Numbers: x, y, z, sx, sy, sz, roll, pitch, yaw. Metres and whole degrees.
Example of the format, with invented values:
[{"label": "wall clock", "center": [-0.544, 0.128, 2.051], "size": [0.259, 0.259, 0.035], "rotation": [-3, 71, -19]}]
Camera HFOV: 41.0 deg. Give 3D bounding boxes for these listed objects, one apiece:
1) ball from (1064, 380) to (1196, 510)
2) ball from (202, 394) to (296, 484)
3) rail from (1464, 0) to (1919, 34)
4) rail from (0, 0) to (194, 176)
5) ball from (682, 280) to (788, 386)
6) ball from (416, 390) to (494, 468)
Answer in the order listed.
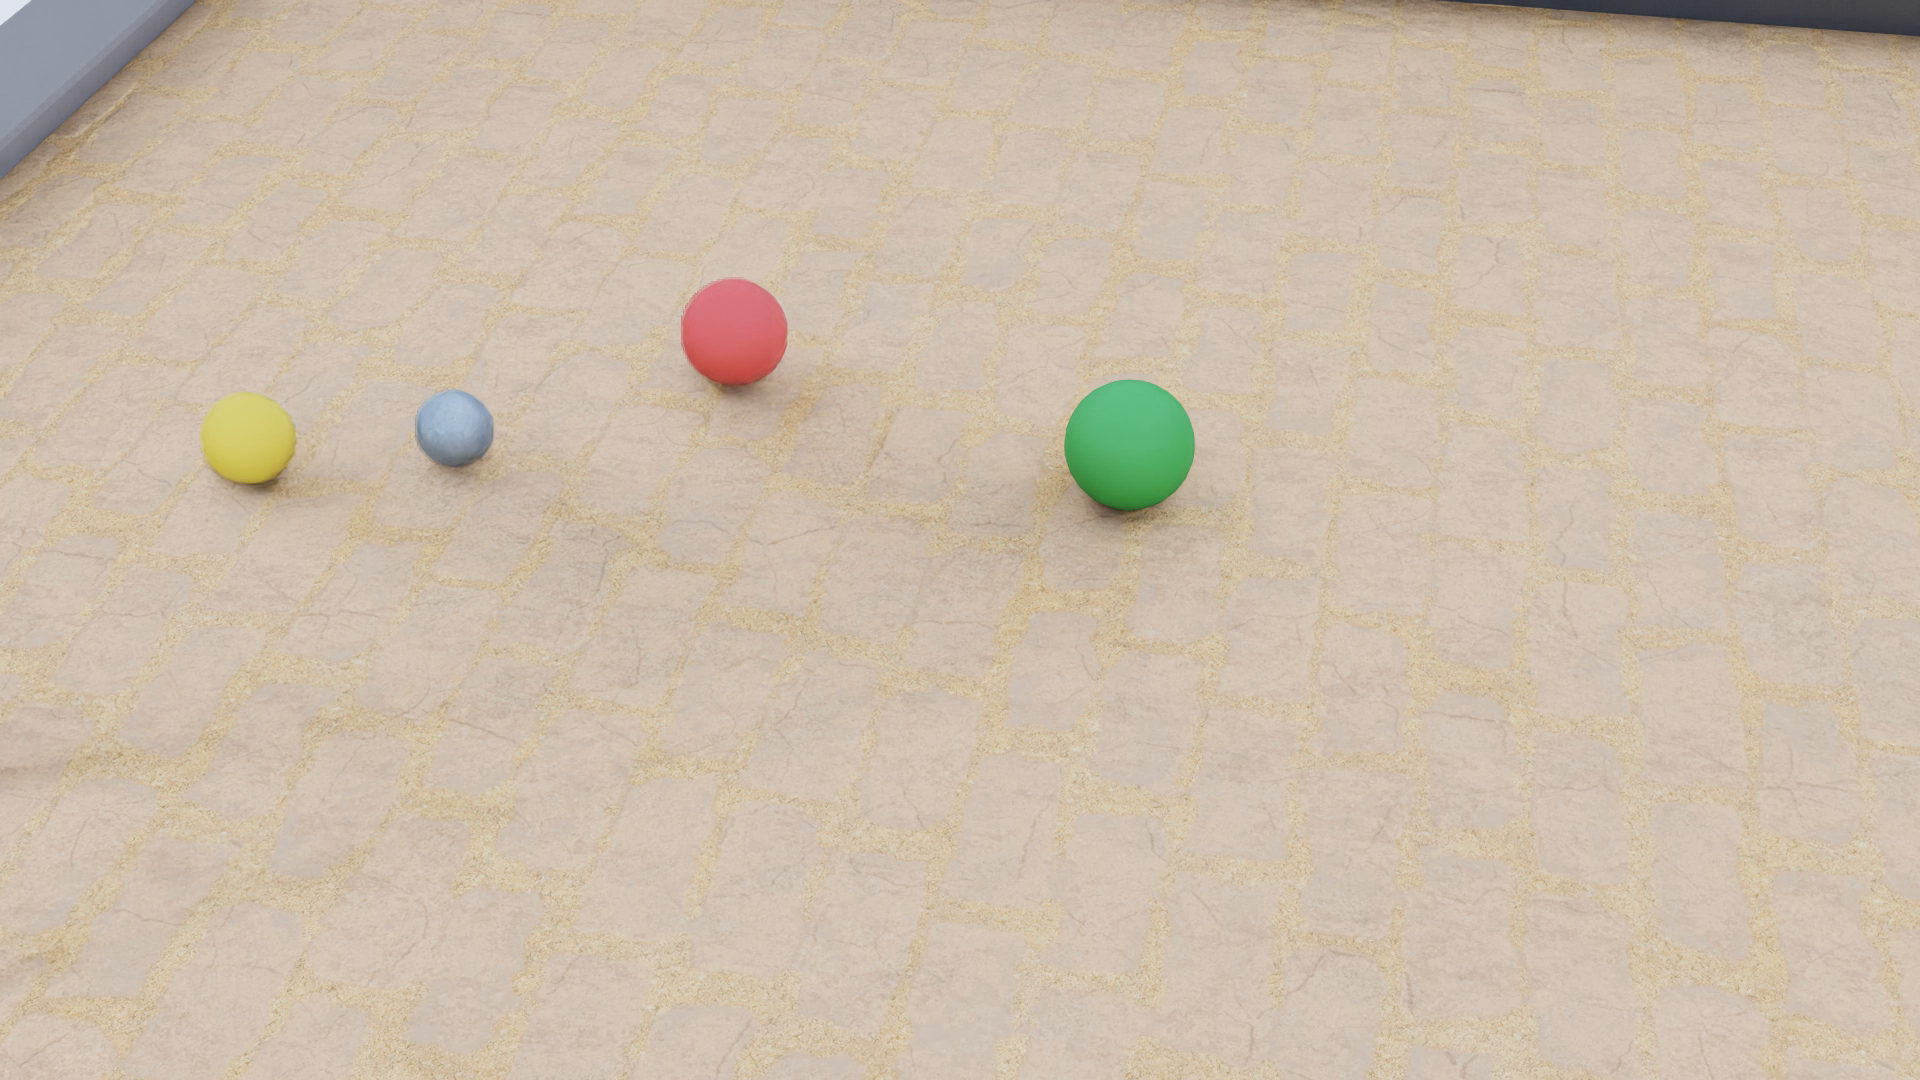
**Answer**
[{"label": "ball", "center": [0.126, -0.071, 1.906], "size": [0.097, 0.097, 0.097], "rotation": [0, 35, 0]}, {"label": "ball", "center": [-0.537, -0.076, 1.939], "size": [0.069, 0.069, 0.069], "rotation": [0, 35, 0]}, {"label": "rail", "center": [1.181, -0.536, 2.547], "size": [3.965, 0.126, 0.045], "rotation": [6, 35, 9]}, {"label": "rail", "center": [-0.950, -0.129, 1.962], "size": [0.045, 0.126, 2.250], "rotation": [6, 35, 9]}, {"label": "ball", "center": [-0.180, -0.166, 2.054], "size": [0.085, 0.085, 0.085], "rotation": [0, 35, 0]}, {"label": "ball", "center": [-0.386, -0.085, 1.960], "size": [0.058, 0.058, 0.058], "rotation": [0, 35, 0]}]
